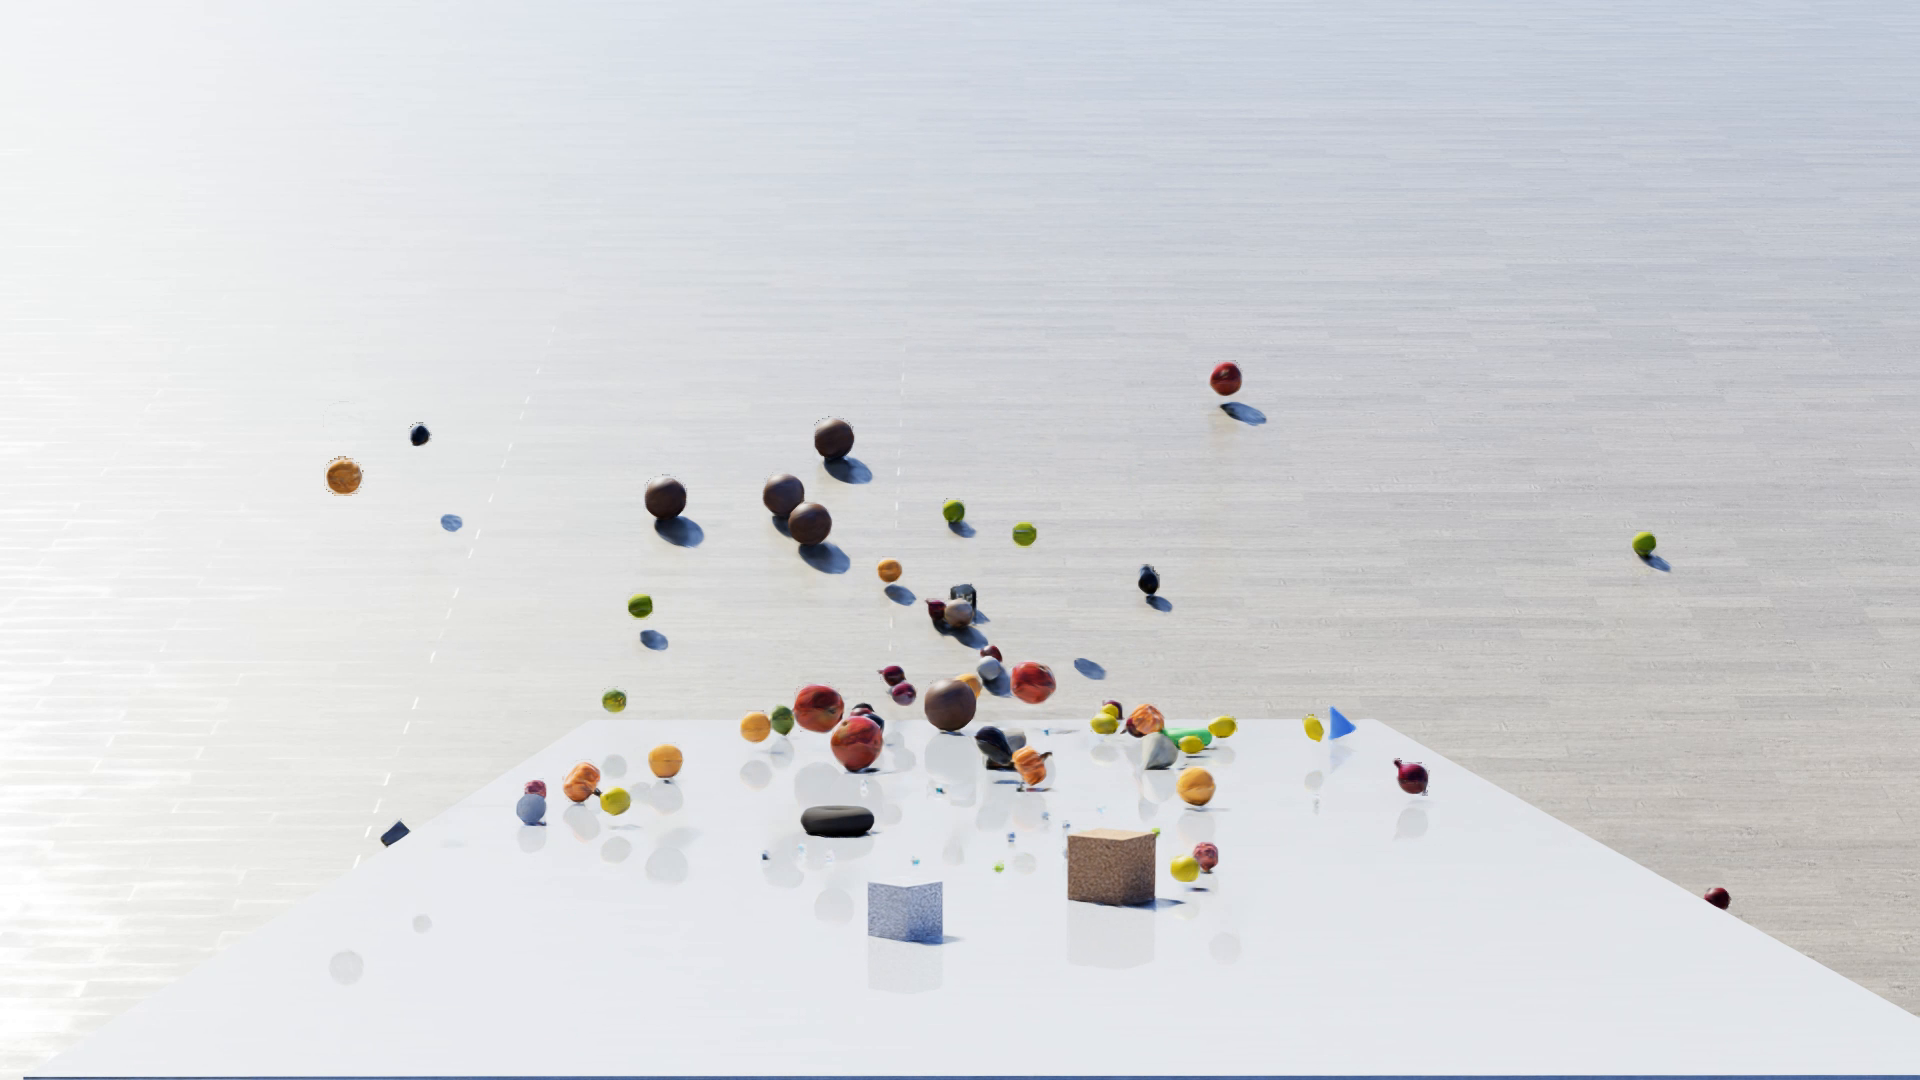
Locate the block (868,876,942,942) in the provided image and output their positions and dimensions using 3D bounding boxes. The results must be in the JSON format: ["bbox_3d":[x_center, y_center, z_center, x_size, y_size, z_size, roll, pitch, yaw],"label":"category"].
[{"bbox_3d":[-0.072,0.485,3.399,0.070,0.070,0.070,1,1,41],"label":"block"}]

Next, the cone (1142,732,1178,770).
[{"bbox_3d":[0.402,0.461,5.412,0.083,0.083,0.083,13,34,24],"label":"cone"}]

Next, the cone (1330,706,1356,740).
[{"bbox_3d":[0.881,0.421,6.033,0.071,0.071,0.071,-23,-1,0],"label":"cone"}]

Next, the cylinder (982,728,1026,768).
[{"bbox_3d":[0.092,0.438,5.438,0.081,0.081,0.081,0,26,-10],"label":"cylinder"}]

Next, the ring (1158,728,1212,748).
[{"bbox_3d":[0.509,0.450,5.869,0.128,0.043,0.128,-1,0,0],"label":"ring"}]

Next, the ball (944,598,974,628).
[{"bbox_3d":[-0.003,0.205,7.191,0.083,0.083,0.083,0,27,0],"label":"ball"}]

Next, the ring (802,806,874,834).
[{"bbox_3d":[-0.210,0.479,4.420,0.125,0.042,0.125,0,0,0],"label":"ring"}]

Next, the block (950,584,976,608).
[{"bbox_3d":[0.011,0.164,7.303,0.055,0.055,0.055,-13,29,-24],"label":"block"}]

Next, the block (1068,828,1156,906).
[{"bbox_3d":[0.217,0.468,3.701,0.092,0.092,0.092,1,1,34],"label":"block"}]

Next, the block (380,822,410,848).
[{"bbox_3d":[-1.337,0.716,6.152,0.060,0.060,0.060,-41,82,-20],"label":"block"}]

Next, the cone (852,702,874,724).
[{"bbox_3d":[-0.241,0.447,6.497,0.054,0.054,0.054,-4,28,-8],"label":"cone"}]

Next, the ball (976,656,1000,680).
[{"bbox_3d":[0.077,0.345,6.931,0.065,0.065,0.065,0,27,0],"label":"ball"}]

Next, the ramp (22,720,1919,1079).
[{"bbox_3d":[0.061,0.546,4.583,2.000,0.100,4.000,0,1,0],"label":"ramp"}]
